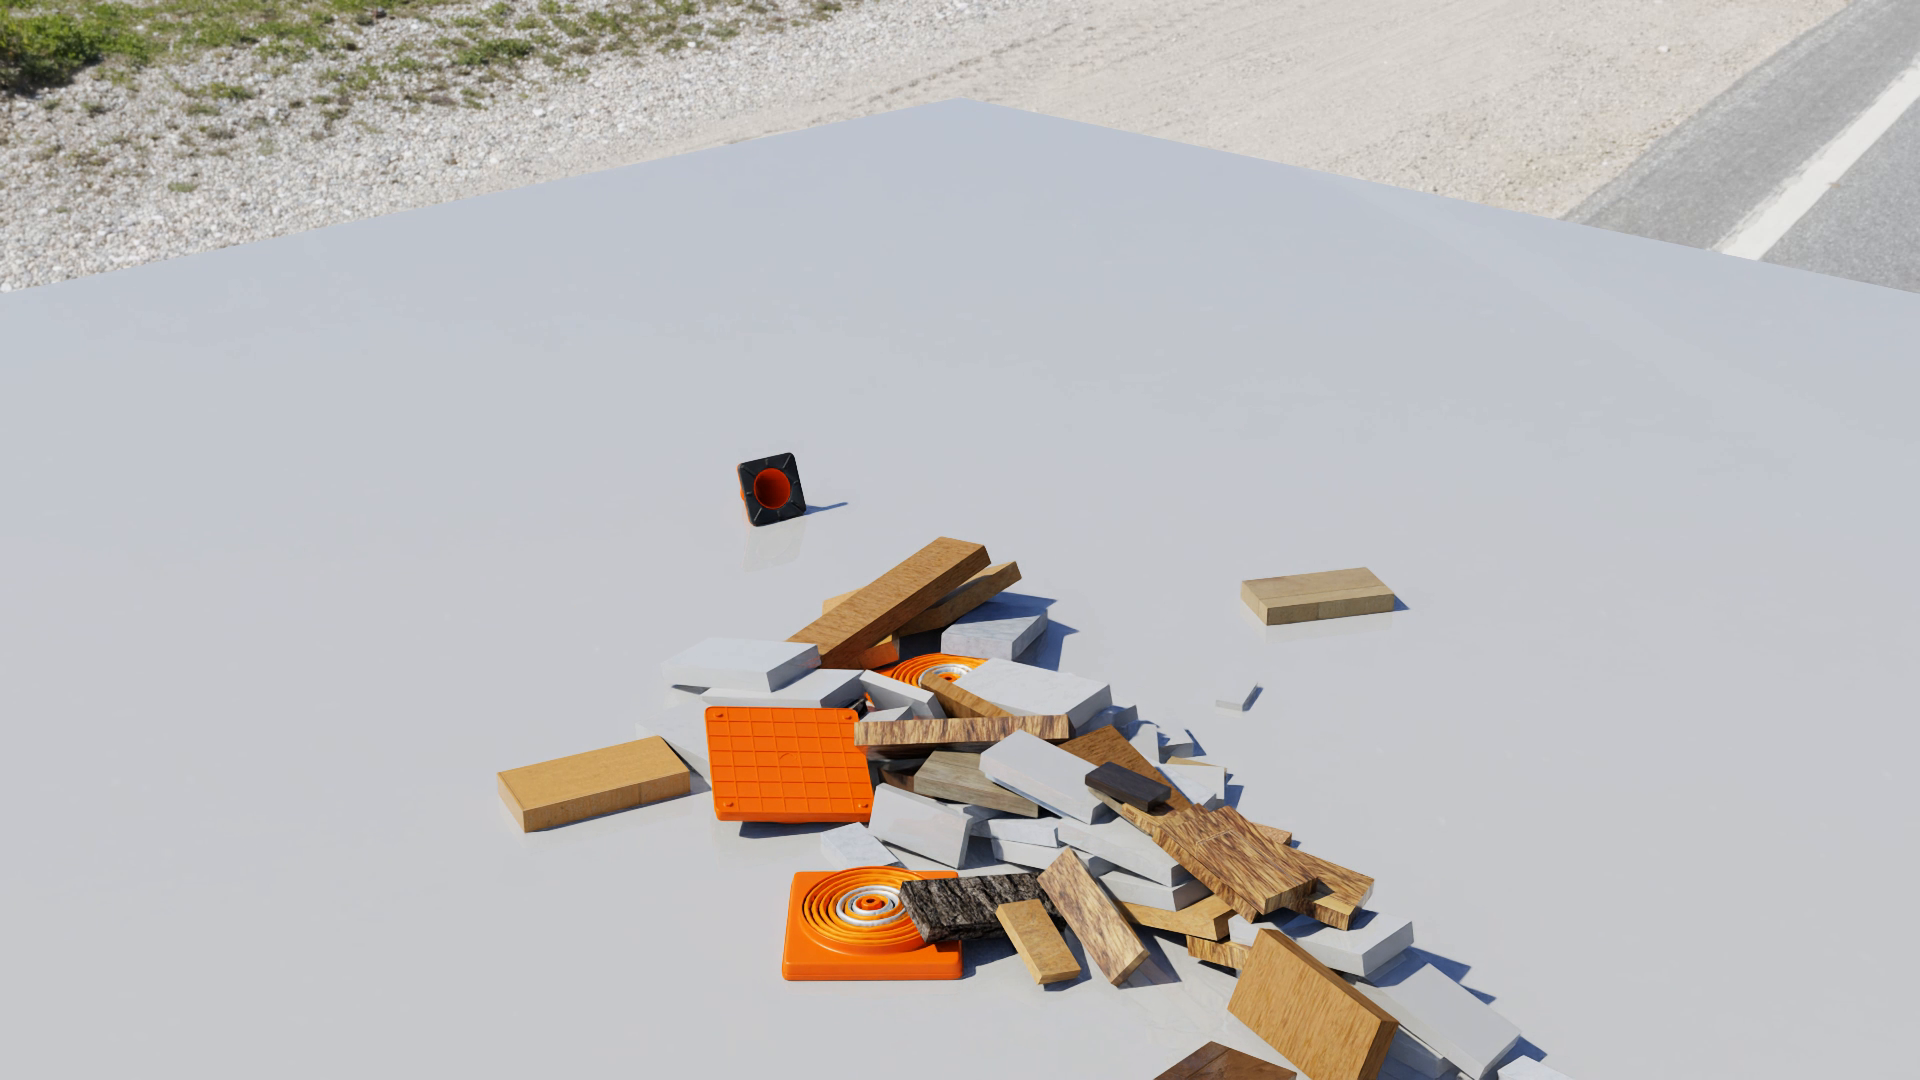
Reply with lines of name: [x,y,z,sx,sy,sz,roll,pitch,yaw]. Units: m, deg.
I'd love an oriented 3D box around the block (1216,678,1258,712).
block: [0.620,0.345,4.926,0.061,0.017,0.122,9,25,21]

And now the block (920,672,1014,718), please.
block: [0.027,0.374,4.667,0.237,0.118,0.034,26,58,26]

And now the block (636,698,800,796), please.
block: [-0.517,0.436,4.672,0.336,0.048,0.168,20,30,39]

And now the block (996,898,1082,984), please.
block: [0.140,0.720,3.945,0.085,0.024,0.169,-2,41,-32]

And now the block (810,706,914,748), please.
block: [-0.208,0.399,4.691,0.199,0.028,0.099,-11,12,25]

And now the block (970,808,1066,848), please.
block: [0.141,0.548,4.290,0.128,0.036,0.256,-19,13,-40]

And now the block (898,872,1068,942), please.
block: [0.044,0.671,4.030,0.289,0.037,0.130,1,30,-29]

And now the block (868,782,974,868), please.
block: [-0.078,0.556,4.290,0.202,0.101,0.029,18,16,24]

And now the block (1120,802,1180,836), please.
block: [0.375,0.519,4.044,0.073,0.021,0.146,-21,41,-40]

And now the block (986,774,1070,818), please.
block: [0.161,0.469,4.249,0.203,0.029,0.101,24,31,30]

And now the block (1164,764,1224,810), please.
block: [0.439,0.504,4.512,0.202,0.029,0.101,2,34,5]

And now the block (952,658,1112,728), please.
block: [0.141,0.333,4.689,0.335,0.047,0.167,10,30,43]

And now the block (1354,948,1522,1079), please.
block: [0.806,0.792,3.710,0.253,0.036,0.126,35,40,28]

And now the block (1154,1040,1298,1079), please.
block: [0.402,0.889,3.506,0.157,0.044,0.314,15,12,29]

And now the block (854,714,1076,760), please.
block: [0.013,0.400,4.449,0.429,0.047,0.167,-3,-16,8]

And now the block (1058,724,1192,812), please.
block: [0.346,0.510,4.304,0.167,0.047,0.335,-16,52,-46]

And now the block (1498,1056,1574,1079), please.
block: [0.947,0.883,3.584,0.063,0.018,0.126,-19,22,-31]

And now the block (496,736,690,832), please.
block: [-0.753,0.499,4.522,0.353,0.050,0.176,-12,26,-25]

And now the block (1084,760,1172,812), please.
block: [0.313,0.459,4.097,0.146,0.021,0.073,21,30,36]

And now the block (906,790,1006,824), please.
block: [-0.004,0.517,4.401,0.128,0.036,0.256,-14,10,-29]

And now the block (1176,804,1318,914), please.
block: [0.500,0.557,3.848,0.120,0.034,0.239,-16,35,-30]

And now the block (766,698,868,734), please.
block: [-0.310,0.381,4.750,0.199,0.028,0.099,-7,16,29]

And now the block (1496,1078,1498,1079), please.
block: [0.936,0.910,3.593,0.126,0.018,0.063,15,27,31]

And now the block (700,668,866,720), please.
block: [-0.387,0.335,4.813,0.336,0.048,0.168,-1,19,34]

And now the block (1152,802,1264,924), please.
block: [0.473,0.577,3.940,0.120,0.034,0.239,-22,50,-41]

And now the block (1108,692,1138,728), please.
block: [0.246,0.393,4.695,0.241,0.034,0.121,-22,24,-26]

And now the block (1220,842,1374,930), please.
block: [0.591,0.597,3.855,0.239,0.034,0.120,18,33,25]

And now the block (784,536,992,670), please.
block: [-0.173,0.149,5.078,0.509,0.050,0.176,-34,25,-27]

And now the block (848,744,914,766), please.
block: [-0.104,0.426,4.629,0.237,0.034,0.118,-8,13,16]

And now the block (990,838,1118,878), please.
block: [0.205,0.588,4.224,0.141,0.040,0.282,-19,13,-37]

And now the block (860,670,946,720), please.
block: [-0.119,0.346,4.728,0.199,0.099,0.028,16,55,40]

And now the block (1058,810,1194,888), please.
block: [0.333,0.558,4.088,0.141,0.040,0.282,-20,26,-40]

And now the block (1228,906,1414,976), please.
block: [0.627,0.681,3.829,0.144,0.041,0.289,-22,19,-40]

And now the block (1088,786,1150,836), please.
block: [0.321,0.490,4.118,0.073,0.021,0.154,-21,45,-41]

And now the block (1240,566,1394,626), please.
block: [0.874,0.137,5.379,0.331,0.047,0.166,-6,24,-14]

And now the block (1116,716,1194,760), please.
block: [0.363,0.433,4.696,0.241,0.034,0.121,-5,24,-13]

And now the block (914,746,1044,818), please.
block: [0.052,0.473,4.316,0.256,0.036,0.128,10,26,18]

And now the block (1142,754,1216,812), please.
block: [0.375,0.504,4.456,0.259,0.037,0.130,26,44,33]

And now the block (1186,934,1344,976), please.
block: [0.559,0.718,3.893,0.144,0.041,0.289,-22,19,-41]

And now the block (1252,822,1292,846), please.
block: [0.577,0.609,4.295,0.085,0.024,0.169,12,26,27]

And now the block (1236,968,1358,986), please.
block: [0.624,0.754,3.871,0.253,0.036,0.126,5,20,45]

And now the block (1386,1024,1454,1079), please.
block: [0.746,0.826,3.767,0.126,0.036,0.253,-21,31,-40]

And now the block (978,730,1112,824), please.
block: [0.180,0.452,4.215,0.259,0.037,0.130,24,31,29]

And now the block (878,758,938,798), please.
block: [-0.061,0.479,4.480,0.118,0.034,0.237,-14,8,-28]

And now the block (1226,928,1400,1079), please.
block: [0.586,0.795,3.679,0.044,0.157,0.314,13,12,-36]

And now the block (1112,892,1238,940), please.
block: [0.413,0.666,4.032,0.144,0.041,0.289,-19,13,-37]

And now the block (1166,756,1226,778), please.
block: [0.489,0.485,4.596,0.122,0.017,0.061,10,25,23]

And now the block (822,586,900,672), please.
block: [-0.234,0.208,5.132,0.176,0.050,0.353,-19,22,6]

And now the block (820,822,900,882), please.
block: [-0.196,0.609,4.294,0.085,0.024,0.170,-12,26,-27]

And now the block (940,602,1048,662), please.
block: [0.084,0.211,5.127,0.166,0.047,0.331,7,13,15]

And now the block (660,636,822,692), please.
block: [-0.492,0.277,4.917,0.336,0.048,0.168,2,20,40]

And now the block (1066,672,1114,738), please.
block: [0.227,0.356,4.703,0.121,0.034,0.241,-16,22,-14]

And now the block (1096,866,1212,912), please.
block: [0.346,0.628,4.089,0.141,0.040,0.282,-19,13,-38]

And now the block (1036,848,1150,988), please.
block: [0.240,0.681,3.989,0.024,0.085,0.290,38,8,-41]

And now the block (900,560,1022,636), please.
block: [-0.012,0.142,5.281,0.166,0.047,0.331,-15,10,40]

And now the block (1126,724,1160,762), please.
block: [0.385,0.441,4.624,0.061,0.017,0.122,4,49,-5]
